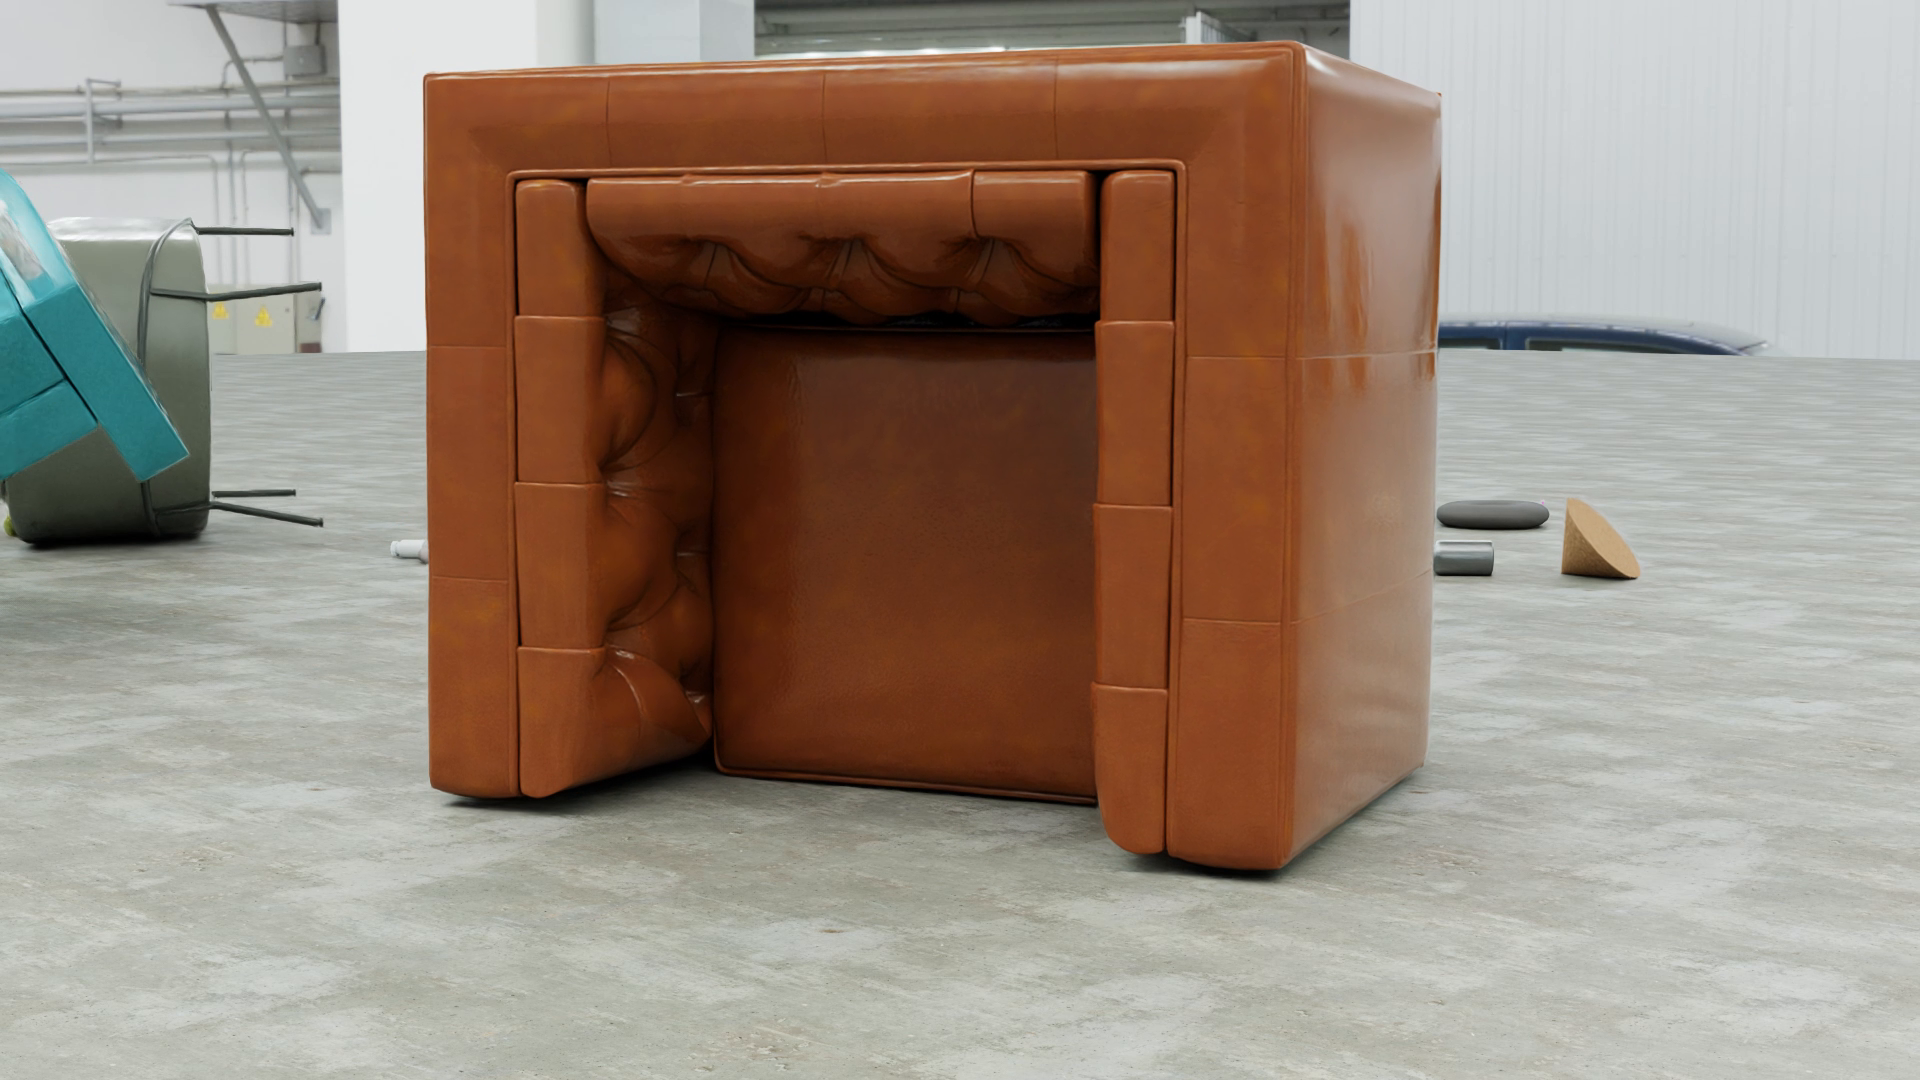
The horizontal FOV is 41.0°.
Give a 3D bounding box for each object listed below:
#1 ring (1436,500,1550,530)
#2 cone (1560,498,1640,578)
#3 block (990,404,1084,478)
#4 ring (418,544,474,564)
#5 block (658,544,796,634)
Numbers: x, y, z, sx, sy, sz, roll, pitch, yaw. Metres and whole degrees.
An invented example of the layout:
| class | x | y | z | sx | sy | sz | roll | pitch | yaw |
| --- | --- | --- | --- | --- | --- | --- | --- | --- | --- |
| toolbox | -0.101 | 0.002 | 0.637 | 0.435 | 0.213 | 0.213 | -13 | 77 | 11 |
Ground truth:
| class | x | y | z | sx | sy | sz | roll | pitch | yaw |
| --- | --- | --- | --- | --- | --- | --- | --- | --- | --- |
| ring | 1.405 | -0.068 | 6.770 | 0.295 | 0.062 | 0.275 | -1 | 5 | 0 |
| cone | 1.375 | 0.034 | 5.667 | 0.126 | 0.230 | 0.302 | -44 | -11 | 22 |
| block | 0.254 | -0.328 | 8.513 | 0.255 | 0.223 | 0.303 | -1 | 6 | -11 |
| ring | -1.183 | 0.034 | 5.905 | 0.116 | 0.036 | 0.150 | -7 | 10 | -43 |
| block | -0.439 | 0.092 | 4.862 | 0.174 | 0.136 | 0.262 | 2 | 6 | 17 |
